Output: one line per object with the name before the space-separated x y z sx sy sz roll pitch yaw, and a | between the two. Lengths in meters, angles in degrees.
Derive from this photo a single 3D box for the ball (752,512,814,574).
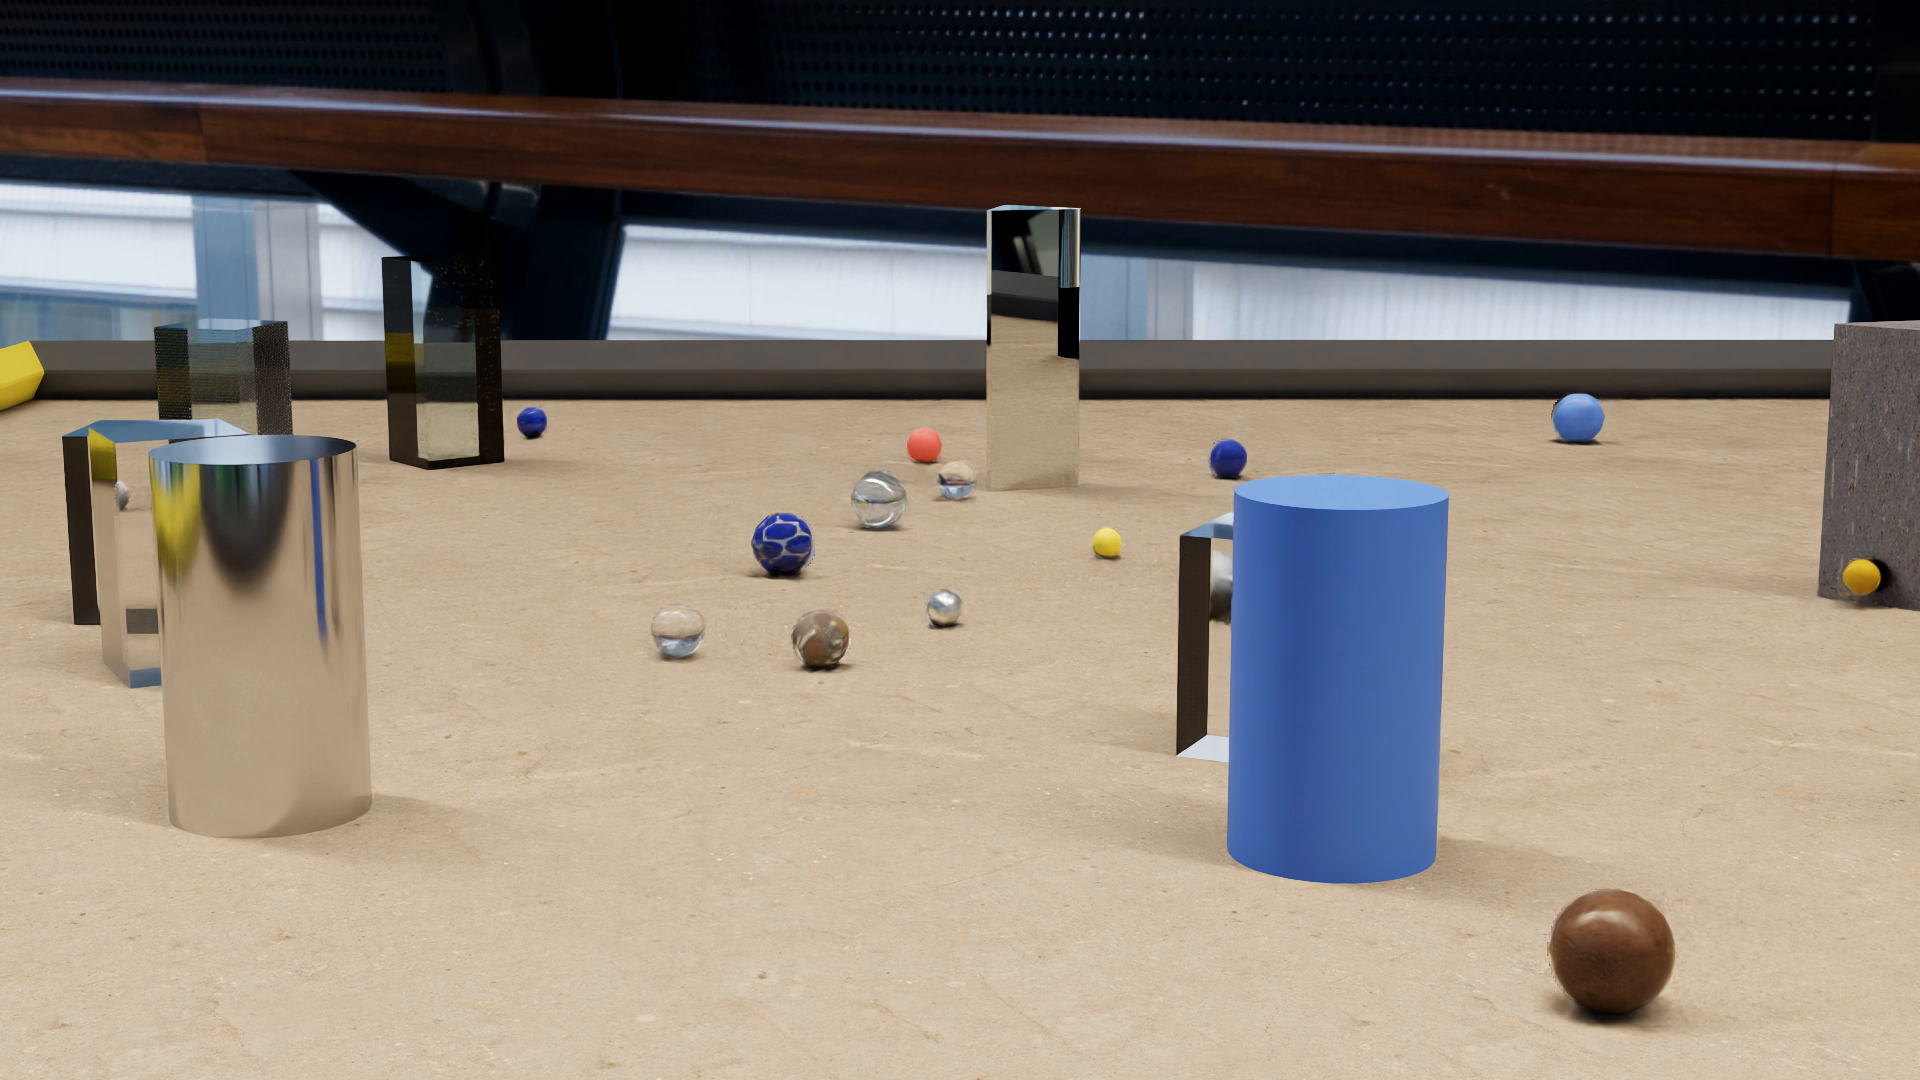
ball | -0.256 0.005 3.701 0.090 0.090 0.090 0 11 0

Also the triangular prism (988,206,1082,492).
triangular prism | 0.105 -0.338 4.475 0.168 0.482 0.146 -4 11 -18

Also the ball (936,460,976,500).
ball | -0.006 -0.102 4.343 0.066 0.066 0.066 0 11 0

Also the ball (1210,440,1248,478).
ball | 0.478 -0.145 4.570 0.068 0.068 0.068 0 11 0

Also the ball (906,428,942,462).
ball | -0.066 -0.175 4.741 0.065 0.065 0.065 0 11 0

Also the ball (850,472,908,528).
ball | -0.129 -0.064 4.075 0.090 0.090 0.090 0 11 0

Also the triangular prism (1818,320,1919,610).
triangular prism | 1.299 -0.107 3.517 0.168 0.378 0.146 9 14 41

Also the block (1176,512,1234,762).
block | 0.334 0.106 2.749 0.155 0.239 0.155 5 12 25

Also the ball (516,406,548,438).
ball | -0.845 -0.233 5.064 0.060 0.060 0.060 0 11 0

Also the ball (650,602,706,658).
ball | -0.350 0.112 3.188 0.068 0.068 0.068 0 11 0

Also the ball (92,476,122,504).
ball | -1.428 -0.084 4.297 0.048 0.048 0.048 0 11 0

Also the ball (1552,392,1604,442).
ball | 1.204 -0.238 4.992 0.097 0.097 0.097 0 11 0

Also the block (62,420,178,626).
block | -1.088 -0.026 3.427 0.155 0.250 0.155 0 11 -1

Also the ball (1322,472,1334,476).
ball | 0.604 -0.080 4.239 0.061 0.061 0.061 0 11 0

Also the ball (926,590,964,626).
ball | -0.020 0.090 3.360 0.048 0.048 0.048 0 11 0

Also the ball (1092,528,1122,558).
ball | 0.220 0.004 3.830 0.044 0.044 0.044 0 11 0

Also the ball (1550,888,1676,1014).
ball | 0.507 0.319 1.994 0.095 0.095 0.095 0 11 0

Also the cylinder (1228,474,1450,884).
cylinder | 0.348 0.124 2.373 0.194 0.341 0.194 0 11 0

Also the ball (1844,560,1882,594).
ball | 1.223 0.050 3.478 0.049 0.049 0.049 0 11 0

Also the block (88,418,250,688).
block | -0.950 0.012 3.106 0.155 0.293 0.155 -6 12 -29

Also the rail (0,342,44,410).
rail | -2.009 0.035 3.438 0.045 0.126 4.491 0 11 0

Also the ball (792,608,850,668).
ball | -0.170 0.120 3.134 0.071 0.071 0.071 0 11 0

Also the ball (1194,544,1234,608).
ball | 0.361 0.049 3.469 0.089 0.089 0.089 0 11 0

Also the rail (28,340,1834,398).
rail | -0.013 -0.373 5.633 4.066 0.126 0.045 0 11 0

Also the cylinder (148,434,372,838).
cylinder | -0.681 0.090 2.505 0.194 0.360 0.194 0 11 0

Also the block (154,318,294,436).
block | -1.231 -0.213 4.304 0.155 0.299 0.155 3 11 17

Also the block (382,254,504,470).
block | -0.953 -0.332 4.729 0.155 0.377 0.155 -8 13 -38
